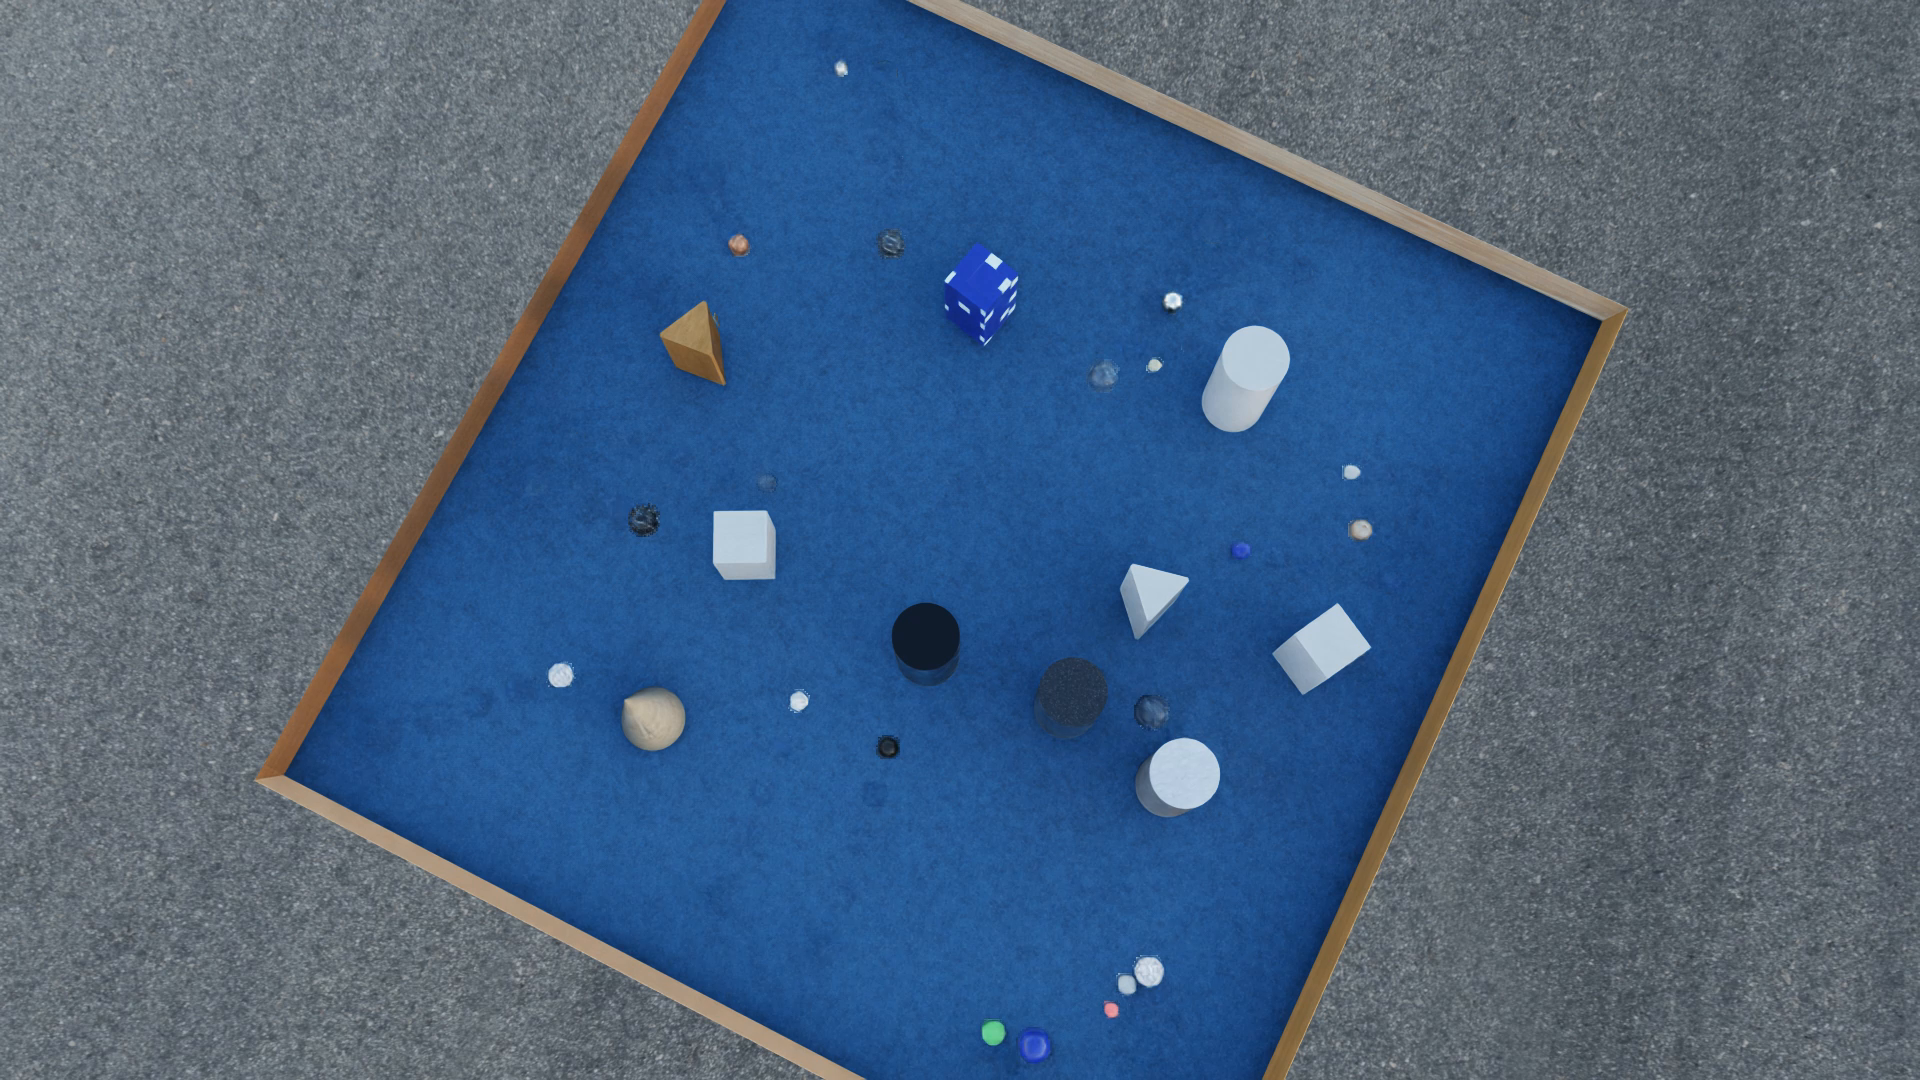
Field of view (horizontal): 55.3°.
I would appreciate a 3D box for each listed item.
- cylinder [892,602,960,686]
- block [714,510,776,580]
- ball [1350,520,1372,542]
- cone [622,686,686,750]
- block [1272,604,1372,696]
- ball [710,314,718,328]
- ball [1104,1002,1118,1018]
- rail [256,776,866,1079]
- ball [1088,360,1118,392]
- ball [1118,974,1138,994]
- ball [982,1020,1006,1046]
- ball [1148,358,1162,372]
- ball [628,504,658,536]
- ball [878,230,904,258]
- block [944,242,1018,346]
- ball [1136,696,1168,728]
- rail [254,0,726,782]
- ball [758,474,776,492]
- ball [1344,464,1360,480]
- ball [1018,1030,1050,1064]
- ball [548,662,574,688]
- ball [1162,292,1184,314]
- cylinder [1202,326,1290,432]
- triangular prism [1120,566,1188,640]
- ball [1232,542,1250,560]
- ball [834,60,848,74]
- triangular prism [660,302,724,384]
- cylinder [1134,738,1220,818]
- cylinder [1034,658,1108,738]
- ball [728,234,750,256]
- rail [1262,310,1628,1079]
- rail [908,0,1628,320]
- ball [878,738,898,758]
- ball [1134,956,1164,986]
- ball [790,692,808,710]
[{"bbox_3d":[-0.097,0.310,5.366,0.194,0.366,0.194,0,78,0],"label":"cylinder"},{"bbox_3d":[-0.642,0.018,5.479,0.155,0.263,0.155,-1,78,0],"label":"block"},{"bbox_3d":[1.224,-0.030,5.589,0.067,0.067,0.067,0,78,0],"label":"ball"},{"bbox_3d":[-0.922,0.487,5.269,0.194,0.484,0.194,0,78,0],"label":"cone"},{"bbox_3d":[1.051,0.323,5.355,0.155,0.382,0.155,-34,80,-7],"label":"block"},{"bbox_3d":[-0.789,-0.675,5.723,0.065,0.065,0.065,0,78,0],"label":"ball"},{"bbox_3d":[0.439,1.363,5.313,0.042,0.042,0.042,0,78,0],"label":"ball"},{"bbox_3d":[-0.690,1.358,5.270,3.036,0.126,0.045,26,80,5],"label":"rail"},{"bbox_3d":[0.444,-0.507,5.673,0.095,0.095,0.095,0,78,0],"label":"ball"},{"bbox_3d":[0.485,1.291,5.320,0.057,0.057,0.057,0,78,0],"label":"ball"},{"bbox_3d":[0.097,1.422,5.287,0.070,0.070,0.070,0,78,0],"label":"ball"},{"bbox_3d":[0.607,-0.543,5.708,0.041,0.041,0.041,0,78,0],"label":"ball"},{"bbox_3d":[-0.965,-0.062,5.582,0.093,0.093,0.093,0,78,0],"label":"ball"},{"bbox_3d":[-0.216,-0.930,5.766,0.084,0.084,0.084,0,78,0],"label":"ball"},{"bbox_3d":[0.063,-0.747,5.600,0.155,0.334,0.155,38,81,7],"label":"block"},{"bbox_3d":[0.574,0.513,5.461,0.097,0.097,0.097,0,78,0],"label":"ball"},{"bbox_3d":[-1.336,-0.648,5.685,0.045,0.126,3.133,26,80,5],"label":"rail"},{"bbox_3d":[-0.591,-0.176,5.626,0.053,0.053,0.053,0,78,0],"label":"ball"},{"bbox_3d":[1.205,-0.208,5.635,0.048,0.048,0.048,0,78,0],"label":"ball"},{"bbox_3d":[0.214,1.455,5.267,0.094,0.094,0.094,0,78,0],"label":"ball"},{"bbox_3d":[-1.198,0.406,5.494,0.076,0.076,0.076,0,78,0],"label":"ball"},{"bbox_3d":[0.665,-0.744,5.736,0.068,0.068,0.068,0,78,0],"label":"ball"},{"bbox_3d":[0.849,-0.476,5.482,0.194,0.456,0.194,0,78,0],"label":"cylinder"},{"bbox_3d":[0.542,0.157,5.402,0.146,0.357,0.168,44,82,8],"label":"triangular prism"},{"bbox_3d":[0.857,0.034,5.580,0.057,0.057,0.057,0,78,0],"label":"ball"},{"bbox_3d":[-0.385,-1.523,5.908,0.046,0.046,0.046,0,78,0],"label":"ball"},{"bbox_3d":[-0.785,-0.612,5.583,0.168,0.313,0.146,21,79,4],"label":"triangular prism"},{"bbox_3d":[0.618,0.686,5.253,0.194,0.433,0.194,0,78,0],"label":"cylinder"},{"bbox_3d":[0.319,0.463,5.330,0.194,0.374,0.194,0,78,0],"label":"cylinder"},{"bbox_3d":[-0.697,-0.930,5.775,0.067,0.067,0.067,0,78,0],"label":"ball"},{"bbox_3d":[1.336,0.661,5.414,0.045,0.126,3.133,26,80,5],"label":"rail"},{"bbox_3d":[0.690,-1.345,5.829,3.036,0.126,0.045,26,80,5],"label":"rail"},{"bbox_3d":[-0.213,0.619,5.457,0.062,0.062,0.062,0,78,0],"label":"ball"},{"bbox_3d":[0.549,1.251,5.314,0.085,0.085,0.085,0,78,0],"label":"ball"},{"bbox_3d":[-0.482,0.483,5.488,0.056,0.056,0.056,0,78,0],"label":"ball"}]
